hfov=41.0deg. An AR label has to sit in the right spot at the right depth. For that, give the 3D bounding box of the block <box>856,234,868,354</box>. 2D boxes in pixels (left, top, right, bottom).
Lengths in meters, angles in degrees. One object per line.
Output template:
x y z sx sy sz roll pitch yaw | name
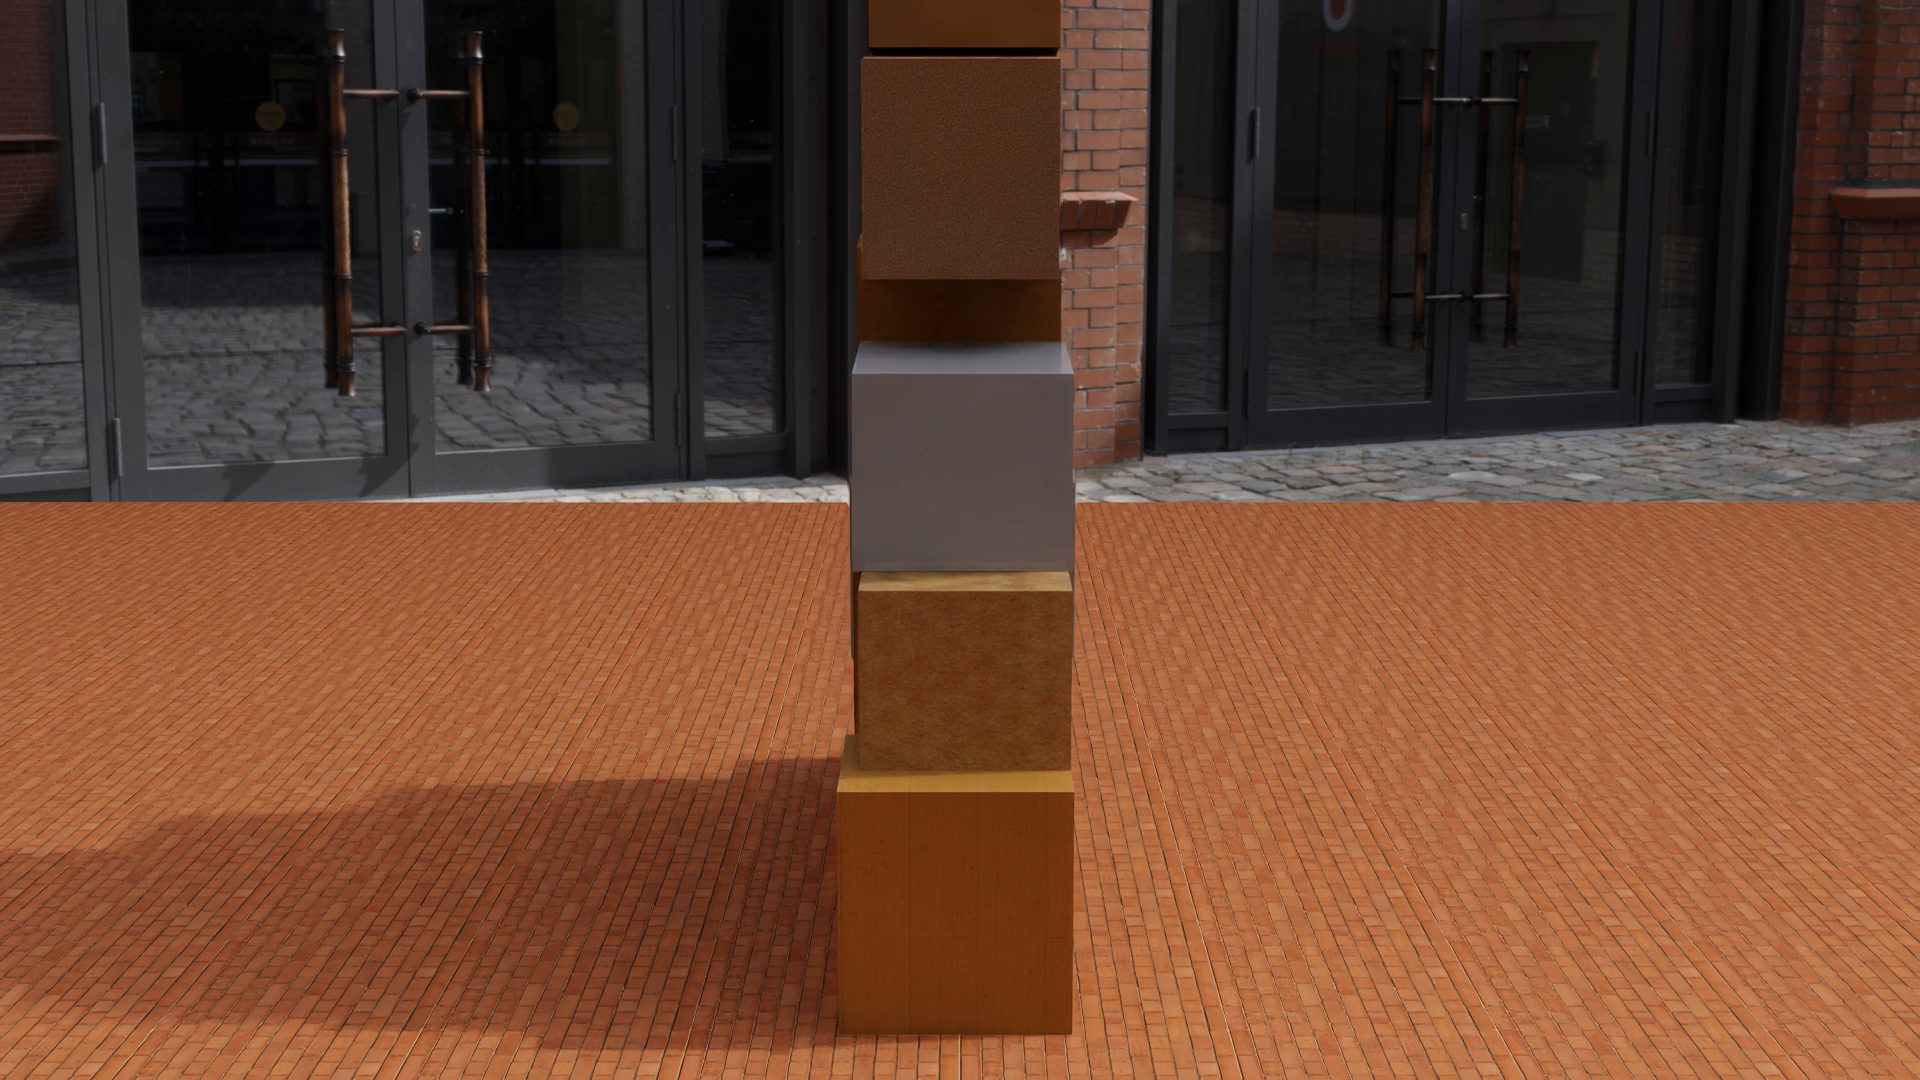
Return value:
-0.019 -0.999 11.838 0.880 0.795 0.907 0 13 0 | block

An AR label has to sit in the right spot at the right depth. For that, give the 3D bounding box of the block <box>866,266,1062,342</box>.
0.018 -0.745 10.980 0.797 0.918 0.801 0 12 0 | block

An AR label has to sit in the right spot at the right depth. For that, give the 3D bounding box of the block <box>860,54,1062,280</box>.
0.003 -1.530 10.421 0.776 0.852 0.827 0 12 0 | block

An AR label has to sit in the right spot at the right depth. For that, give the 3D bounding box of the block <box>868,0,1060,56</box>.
0.019 -2.428 10.678 0.773 0.797 0.757 0 7 0 | block

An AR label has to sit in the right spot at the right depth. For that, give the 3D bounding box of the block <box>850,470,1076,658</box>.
0.011 0.020 11.504 0.966 0.798 0.973 0 12 0 | block

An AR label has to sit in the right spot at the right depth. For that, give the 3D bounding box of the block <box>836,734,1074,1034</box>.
-0.017 1.300 9.821 0.866 0.928 0.826 0 10 0 | block

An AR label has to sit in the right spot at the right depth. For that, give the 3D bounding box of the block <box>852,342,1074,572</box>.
0.011 -0.347 10.194 0.842 0.767 0.862 0 13 0 | block

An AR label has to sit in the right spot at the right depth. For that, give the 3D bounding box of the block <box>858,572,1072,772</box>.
0.020 0.462 9.909 0.793 0.689 0.735 0 10 0 | block

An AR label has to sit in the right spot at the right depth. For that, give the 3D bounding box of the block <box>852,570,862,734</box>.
-0.018 0.356 10.668 0.817 0.809 0.769 0 12 0 | block
